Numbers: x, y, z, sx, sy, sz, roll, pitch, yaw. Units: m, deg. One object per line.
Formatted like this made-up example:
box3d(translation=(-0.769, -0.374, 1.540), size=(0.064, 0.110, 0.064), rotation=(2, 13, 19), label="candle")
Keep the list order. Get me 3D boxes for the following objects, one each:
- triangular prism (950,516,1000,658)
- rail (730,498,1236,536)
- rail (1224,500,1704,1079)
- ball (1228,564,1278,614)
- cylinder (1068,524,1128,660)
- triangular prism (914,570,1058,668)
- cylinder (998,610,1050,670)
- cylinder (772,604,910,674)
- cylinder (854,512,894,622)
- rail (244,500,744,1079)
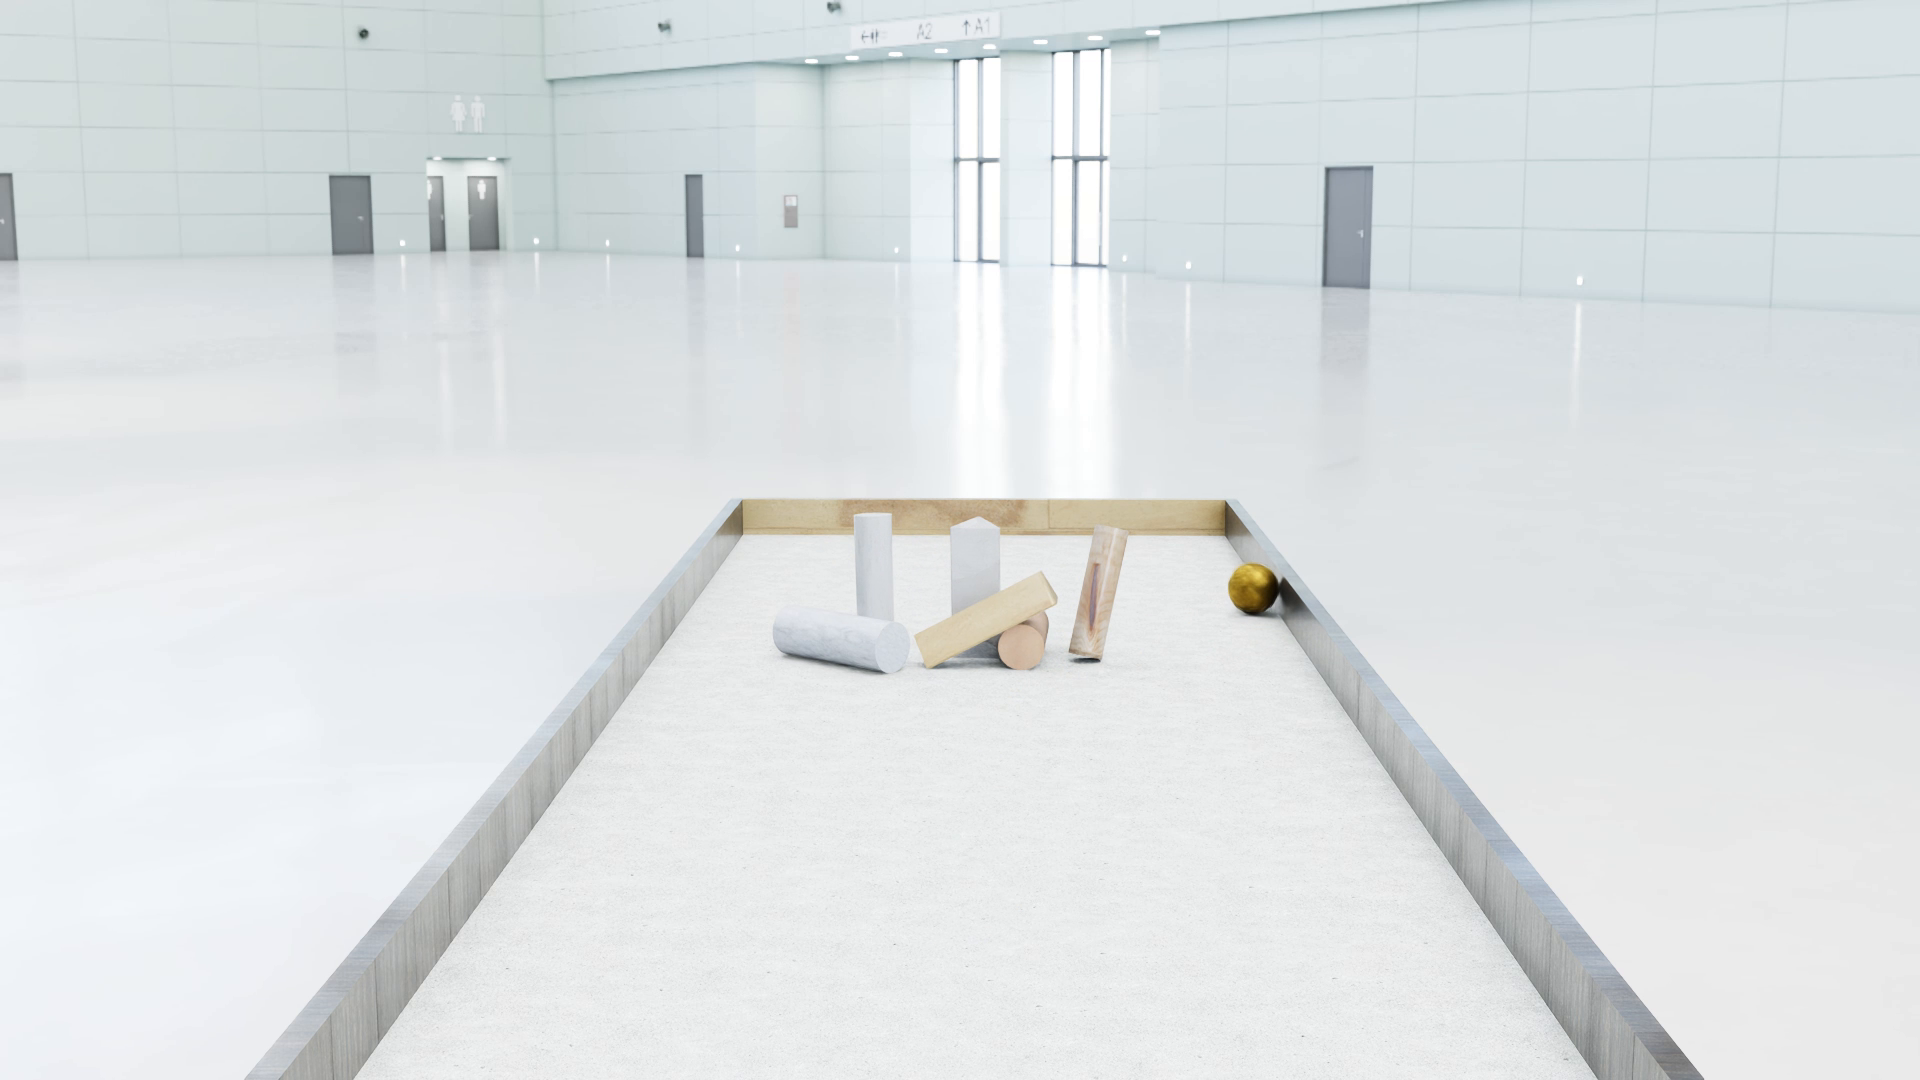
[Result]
box3d(translation=(0.055, 0.145, 6.729), size=(0.148, 0.413, 0.128), rotation=(1, 16, 6), label="triangular prism")
box3d(translation=(0.099, -0.098, 9.147), size=(2.100, 0.150, 0.050), rotation=(0, 9, 1), label="rail")
box3d(translation=(1.046, 0.843, 3.208), size=(0.050, 0.150, 12.000), rotation=(0, 9, 1), label="rail")
box3d(translation=(0.991, 0.164, 7.430), size=(0.171, 0.171, 0.171), rotation=(0, 9, 0), label="ball")
box3d(translation=(0.422, 0.158, 6.695), size=(0.105, 0.398, 0.105), rotation=(12, -3, 1), label="cylinder")
box3d(translation=(0.075, 0.233, 6.588), size=(0.434, 0.102, 0.117), rotation=(-27, 6, 8), label="triangular prism")
box3d(translation=(0.197, 0.292, 6.725), size=(0.138, 0.138, 0.359), rotation=(1, 9, 4), label="cylinder")
box3d(translation=(-0.361, 0.297, 6.646), size=(0.428, 0.154, 0.154), rotation=(8, 12, 40), label="cylinder")
box3d(translation=(-0.261, 0.140, 6.717), size=(0.116, 0.436, 0.116), rotation=(-1, 6, 0), label="cylinder")
box3d(translation=(-1.004, 0.839, 3.234), size=(0.050, 0.150, 12.000), rotation=(0, 9, 1), label="rail")
